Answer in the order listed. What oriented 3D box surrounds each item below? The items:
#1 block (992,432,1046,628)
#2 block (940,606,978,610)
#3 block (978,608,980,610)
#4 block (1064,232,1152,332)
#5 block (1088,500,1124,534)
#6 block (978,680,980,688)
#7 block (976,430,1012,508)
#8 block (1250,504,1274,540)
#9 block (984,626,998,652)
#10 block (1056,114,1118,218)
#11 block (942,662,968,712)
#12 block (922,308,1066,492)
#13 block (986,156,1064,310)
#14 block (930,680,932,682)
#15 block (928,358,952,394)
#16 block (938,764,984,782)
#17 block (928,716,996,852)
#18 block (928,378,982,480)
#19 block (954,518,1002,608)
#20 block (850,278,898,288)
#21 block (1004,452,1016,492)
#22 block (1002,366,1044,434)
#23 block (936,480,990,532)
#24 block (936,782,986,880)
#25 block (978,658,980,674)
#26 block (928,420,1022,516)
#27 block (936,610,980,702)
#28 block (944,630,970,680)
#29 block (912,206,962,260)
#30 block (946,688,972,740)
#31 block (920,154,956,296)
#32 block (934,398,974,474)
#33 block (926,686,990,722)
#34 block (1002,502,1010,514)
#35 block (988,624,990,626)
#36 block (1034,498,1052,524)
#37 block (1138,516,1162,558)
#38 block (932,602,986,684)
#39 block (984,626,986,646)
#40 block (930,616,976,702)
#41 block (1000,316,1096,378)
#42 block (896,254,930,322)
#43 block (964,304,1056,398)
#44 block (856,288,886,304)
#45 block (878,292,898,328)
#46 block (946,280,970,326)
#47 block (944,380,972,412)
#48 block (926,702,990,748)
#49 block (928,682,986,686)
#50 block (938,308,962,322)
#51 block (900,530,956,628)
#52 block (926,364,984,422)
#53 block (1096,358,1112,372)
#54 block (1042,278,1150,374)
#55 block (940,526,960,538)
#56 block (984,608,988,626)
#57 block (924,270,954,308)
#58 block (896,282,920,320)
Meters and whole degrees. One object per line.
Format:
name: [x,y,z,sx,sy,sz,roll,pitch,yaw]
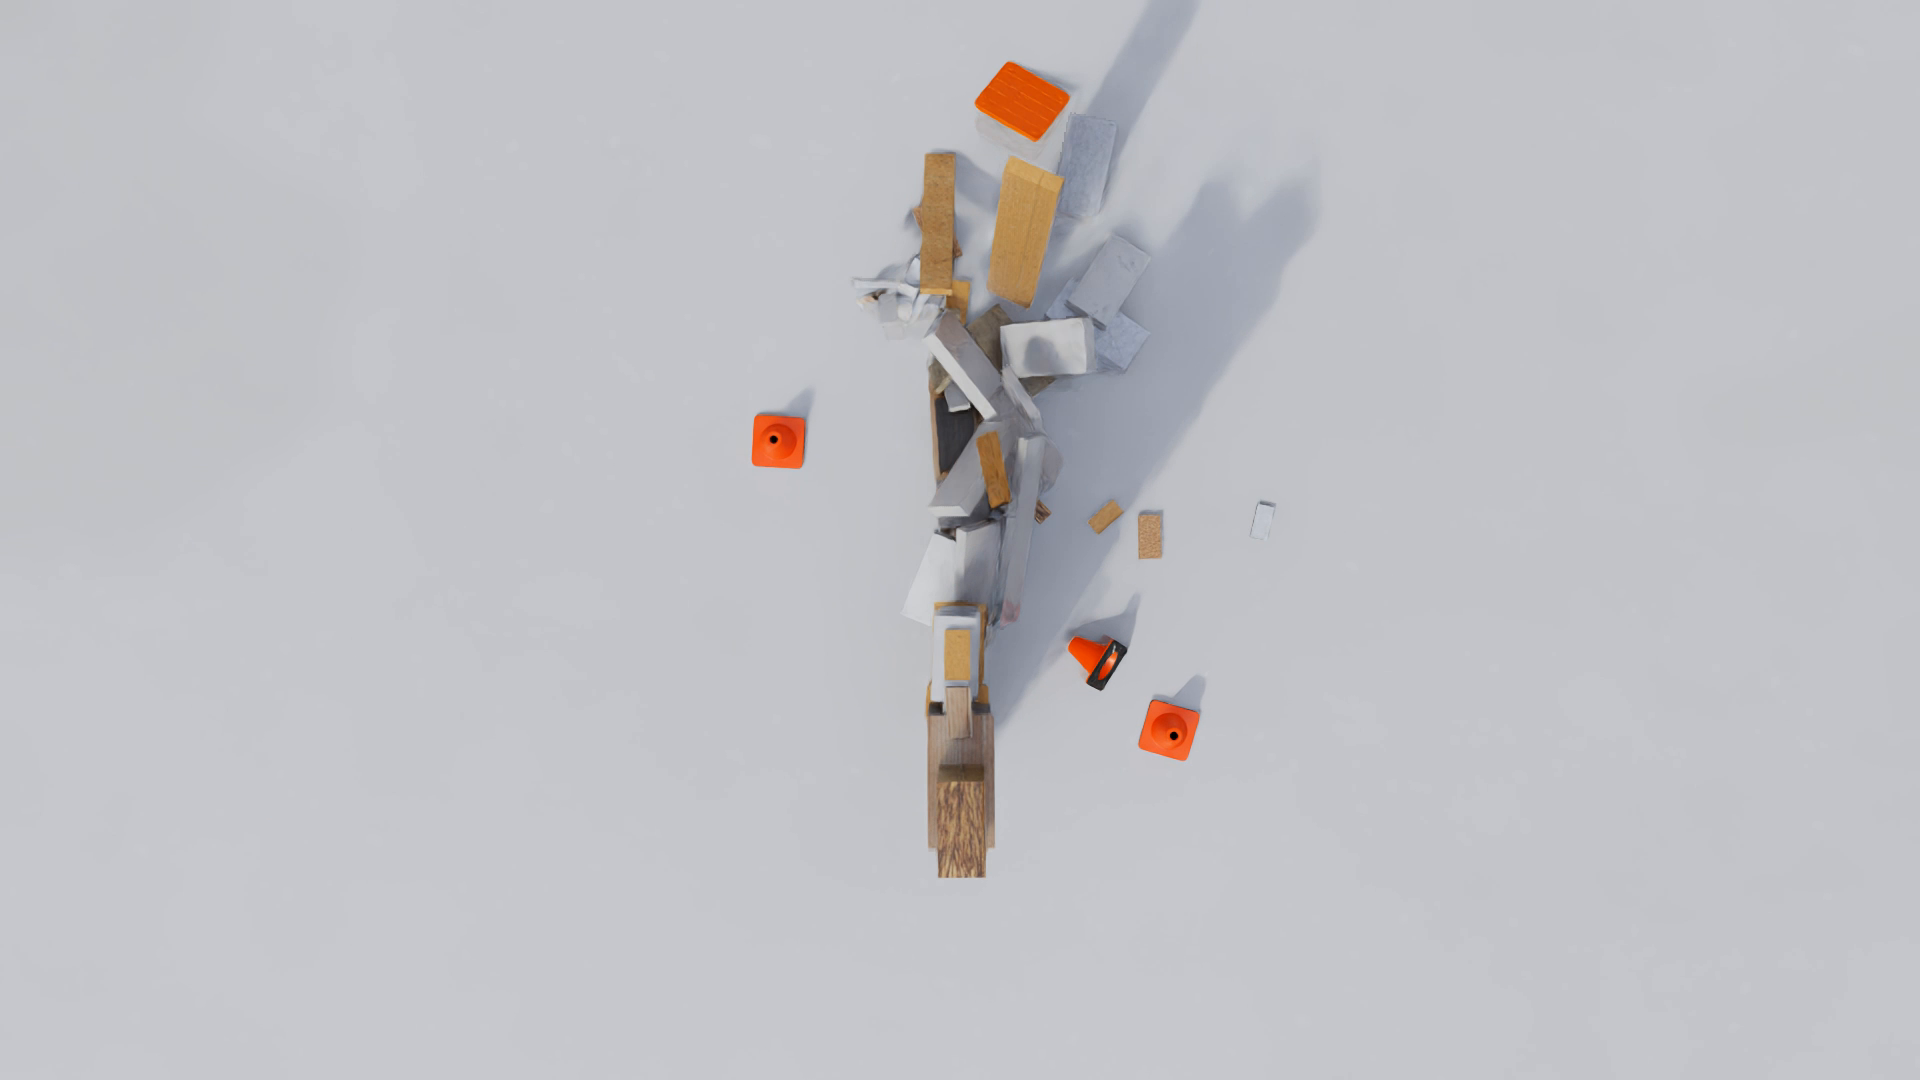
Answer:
block: [0.182,-0.027,5.117,0.031,0.108,0.612,19,111,31]
block: [-0.007,0.297,4.709,0.108,0.031,0.216,1,89,-1]
block: [-0.004,0.221,4.839,0.108,0.216,0.031,2,94,4]
block: [0.487,-0.849,5.421,0.154,0.044,0.309,33,69,-1]
block: [0.484,-0.076,5.492,0.113,0.016,0.057,-42,90,0]
block: [-0.009,0.379,4.570,0.121,0.243,0.034,-1,92,0]
block: [0.101,-0.211,4.972,0.031,0.108,0.217,-10,86,-19]
block: [1.006,-0.059,5.492,0.057,0.016,0.113,14,90,0]
block: [0.039,0.347,5.222,0.072,0.347,0.021,6,63,-13]
block: [0.408,-1.223,5.402,0.154,0.044,0.309,2,108,-31]
block: [-0.012,0.371,4.157,0.063,0.018,0.126,0,89,0]
block: [0.117,-0.448,5.317,0.049,0.172,0.644,-27,112,32]
block: [0.184,-0.899,4.954,0.158,1.093,0.045,24,82,2]
block: [-0.013,0.538,5.116,0.156,0.311,0.044,-1,50,0]
block: [-0.063,-0.539,5.326,0.020,0.141,0.071,31,114,-30]
block: [0.003,0.585,3.971,0.110,0.220,0.031,0,98,0]
block: [0.003,0.604,4.102,0.166,0.047,0.331,0,69,0]
block: [-0.009,-0.363,5.352,0.167,0.047,0.334,-3,77,-1]
block: [0.052,0.084,5.075,0.143,0.041,0.286,-18,122,-37]
block: [-0.275,-0.819,5.270,0.141,0.071,0.020,0,104,-15]
block: [0.202,-0.227,5.366,0.041,0.286,0.143,-29,90,30]
block: [0.196,-0.428,5.133,0.031,0.108,0.217,-26,57,-5]
block: [0.012,-0.072,5.313,0.167,0.047,0.386,-1,59,-2]
block: [0.003,0.671,3.811,0.110,0.031,0.220,-1,71,0]
block: [0.002,0.362,4.834,0.108,0.216,0.031,1,94,0]
block: [0.047,-0.224,5.158,0.049,0.172,0.344,44,66,-28]
block: [-0.010,0.310,4.430,0.122,0.034,0.243,2,90,0]
block: [-0.007,0.290,4.142,0.063,0.018,0.126,0,74,0]
block: [-0.074,-1.025,5.486,0.100,0.028,0.201,-21,90,0]
block: [-0.003,0.433,4.124,0.063,0.018,0.126,-3,75,0]
block: [-0.071,-1.026,5.334,0.100,0.028,0.581,1,58,0]
block: [-0.014,-0.338,5.304,0.119,0.034,0.238,-4,77,-1]
block: [-0.004,0.571,4.506,0.171,0.048,0.342,-1,69,0]
block: [0.137,-0.168,5.370,0.034,0.238,0.119,-31,102,10]
block: [0.055,0.270,5.403,0.099,0.014,0.050,42,48,-6]
block: [0.247,-0.111,5.492,0.057,0.016,0.113,-44,90,0]
block: [0.631,-0.010,5.490,0.072,0.021,0.145,-1,90,0]
block: [-0.006,0.345,4.967,0.156,0.044,0.311,2,86,0]
block: [-0.004,0.369,5.137,0.156,0.311,0.044,6,50,3]
block: [-0.016,0.302,4.183,0.107,0.030,0.214,2,89,0]
block: [0.279,-0.613,5.275,0.344,0.049,0.172,1,99,42]
block: [-0.145,-0.823,5.390,0.100,0.028,0.201,28,121,-6]
block: [0.157,-0.608,5.460,0.158,0.045,0.317,-38,92,-9]
block: [-0.292,-0.801,5.433,0.060,0.121,0.017,-10,106,22]
block: [-0.232,-0.743,5.322,0.060,0.017,0.121,-9,57,6]
block: [-0.010,-0.788,5.490,0.073,0.021,0.146,7,90,0]
block: [-0.013,-0.475,5.315,0.071,0.020,0.141,-11,53,-5]
block: [-0.002,0.486,4.341,0.166,0.331,0.047,0,96,0]
block: [-0.010,0.462,4.764,0.171,0.342,0.048,2,94,0]
block: [-0.037,-0.693,5.461,0.073,0.021,0.146,-3,104,-21]
block: [-0.066,0.127,5.142,0.143,0.041,0.286,22,105,-1]
block: [-0.010,-0.423,5.415,0.167,0.047,0.334,-7,77,-2]
block: [0.344,-0.634,5.447,0.309,0.044,0.154,-2,85,-10]
block: [0.447,-0.704,5.423,0.317,0.045,0.158,35,75,-1]
block: [0.006,0.122,5.183,0.119,0.034,0.330,-3,105,-3]
block: [0.047,0.274,5.187,0.072,0.021,0.145,0,131,-7]
block: [-0.079,-0.838,5.456,0.073,0.021,0.146,12,71,23]
block: [-0.179,-0.779,5.377,0.060,0.017,0.121,20,123,1]
